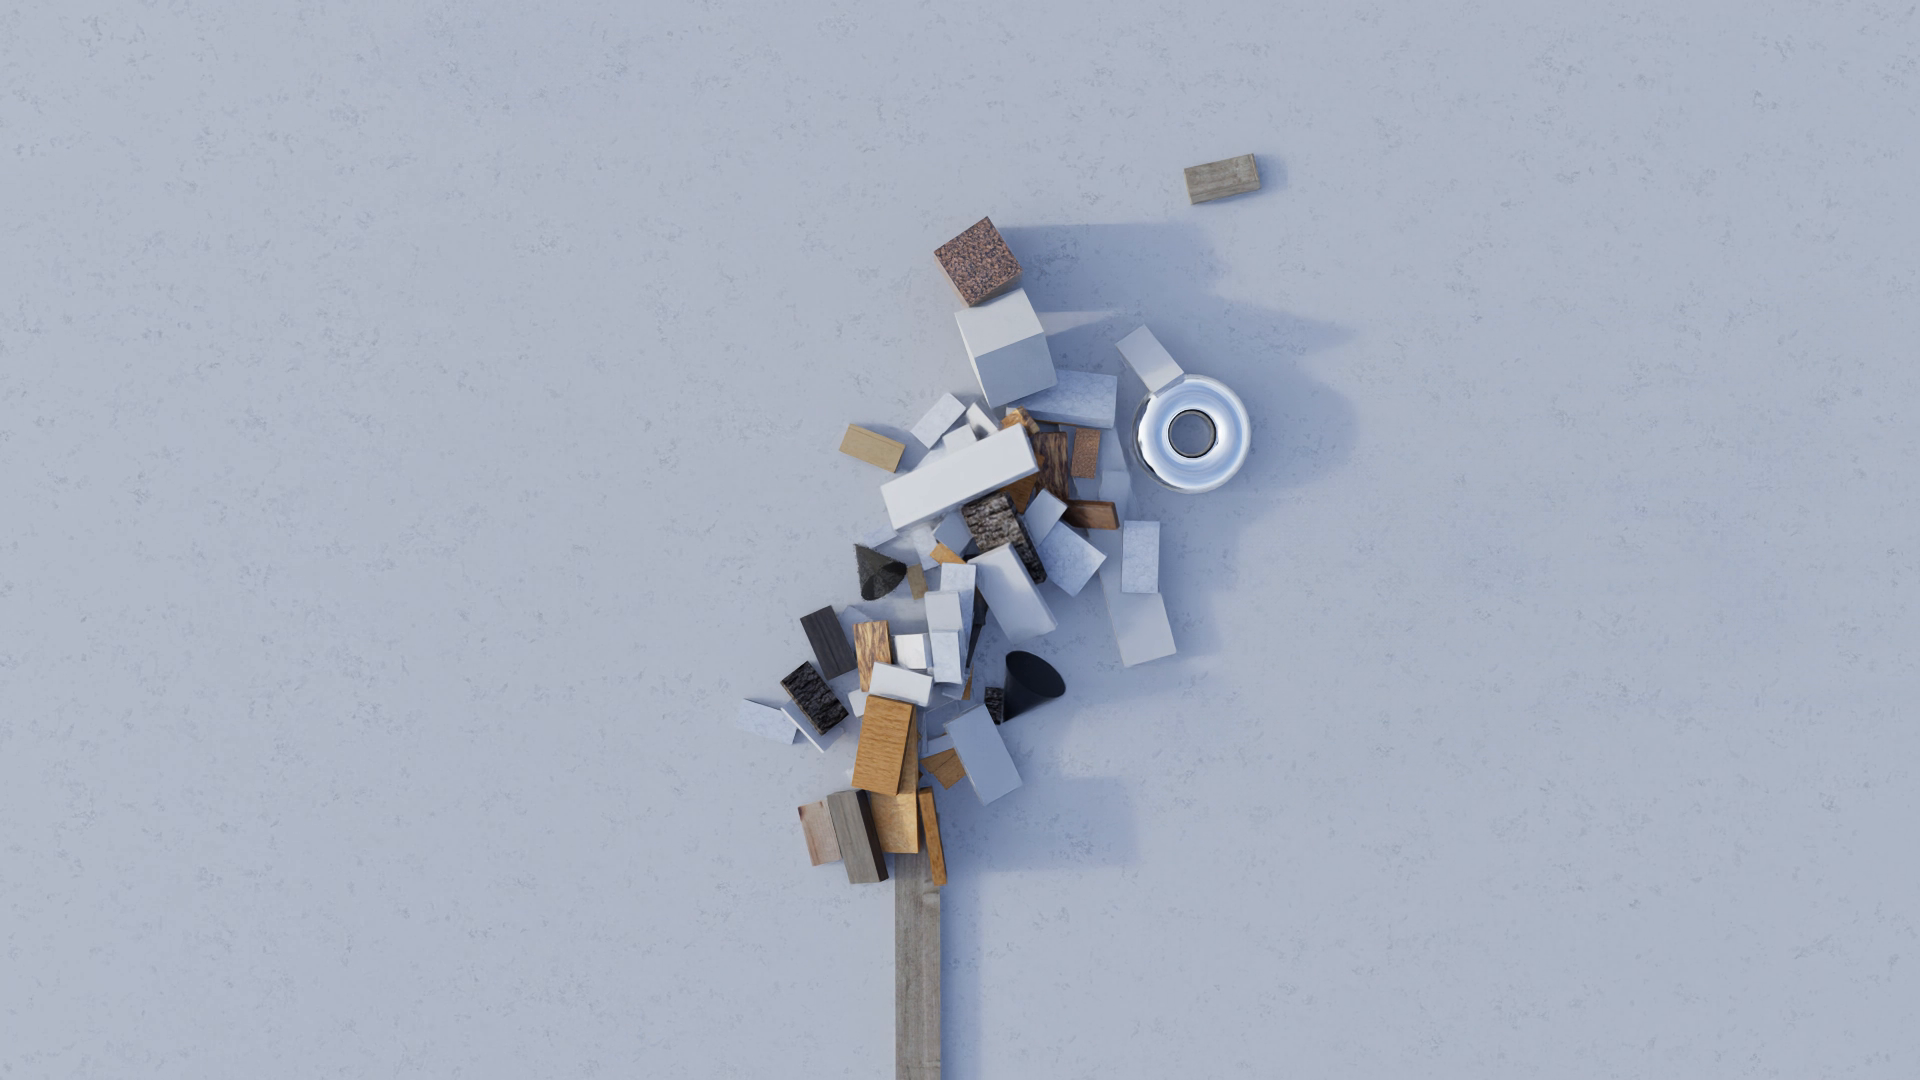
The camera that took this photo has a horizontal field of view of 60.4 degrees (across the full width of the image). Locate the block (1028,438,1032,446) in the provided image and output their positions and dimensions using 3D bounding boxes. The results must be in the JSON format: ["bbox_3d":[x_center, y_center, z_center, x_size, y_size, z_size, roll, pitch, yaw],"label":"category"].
[{"bbox_3d":[0.210,-0.264,5.460,0.023,0.080,0.160,-8,90,-31],"label":"block"}]

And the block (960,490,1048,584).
[{"bbox_3d":[0.145,0.010,5.387,0.162,0.046,0.324,-17,110,23],"label":"block"}]

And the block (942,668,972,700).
[{"bbox_3d":[-0.008,0.459,5.439,0.066,0.019,0.131,16,61,7],"label":"block"}]

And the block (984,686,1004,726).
[{"bbox_3d":[0.109,0.553,5.491,0.061,0.017,0.122,4,90,0],"label":"block"}]

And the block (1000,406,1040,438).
[{"bbox_3d":[0.175,-0.357,5.410,0.028,0.199,0.099,-38,91,-35],"label":"block"}]

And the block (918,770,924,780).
[{"bbox_3d":[-0.197,0.816,5.489,0.074,0.021,0.148,38,90,0],"label":"block"}]

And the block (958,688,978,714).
[{"bbox_3d":[0.028,0.557,5.491,0.061,0.017,0.122,-14,90,0],"label":"block"}]

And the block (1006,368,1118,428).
[{"bbox_3d":[0.335,-0.475,5.434,0.354,0.050,0.177,7,60,0],"label":"block"}]

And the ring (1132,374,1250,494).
[{"bbox_3d":[0.761,-0.349,5.436,0.396,0.132,0.396,0,91,0],"label":"ring"}]

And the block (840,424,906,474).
[{"bbox_3d":[-0.290,-0.304,5.473,0.200,0.028,0.100,22,88,6],"label":"block"}]

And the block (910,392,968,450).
[{"bbox_3d":[-0.069,-0.395,5.474,0.091,0.026,0.183,43,90,18],"label":"block"}]

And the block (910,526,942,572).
[{"bbox_3d":[-0.107,0.029,5.469,0.070,0.020,0.140,-20,73,0],"label":"block"}]

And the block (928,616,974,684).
[{"bbox_3d":[-0.031,0.343,5.379,0.118,0.034,0.237,9,91,6],"label":"block"}]

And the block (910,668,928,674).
[{"bbox_3d":[-0.135,0.428,5.453,0.087,0.025,0.174,5,72,11],"label":"block"}]

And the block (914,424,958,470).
[{"bbox_3d":[-0.047,-0.276,5.471,0.099,0.028,0.199,42,90,18],"label":"block"}]

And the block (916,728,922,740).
[{"bbox_3d":[-0.191,0.618,5.463,0.069,0.020,0.138,-38,70,7],"label":"block"}]

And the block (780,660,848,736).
[{"bbox_3d":[-0.482,0.524,5.457,0.113,0.032,0.226,-37,87,-24],"label":"block"}]

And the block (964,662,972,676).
[{"bbox_3d":[0.006,0.388,5.459,0.066,0.019,0.131,4,60,0],"label":"block"}]

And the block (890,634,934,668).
[{"bbox_3d":[-0.171,0.365,5.405,0.031,0.220,0.110,-7,90,-39],"label":"block"}]

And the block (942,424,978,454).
[{"bbox_3d":[0.026,-0.272,5.413,0.101,0.029,0.202,-26,69,8],"label":"block"}]

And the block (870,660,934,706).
[{"bbox_3d":[-0.190,0.469,5.383,0.203,0.029,0.101,13,99,16],"label":"block"}]

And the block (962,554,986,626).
[{"bbox_3d":[0.015,0.168,5.448,0.118,0.034,0.237,-5,73,-1],"label":"block"}]

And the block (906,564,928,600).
[{"bbox_3d":[-0.142,0.139,5.492,0.056,0.016,0.112,-17,90,0],"label":"block"}]

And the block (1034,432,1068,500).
[{"bbox_3d":[0.301,-0.224,5.450,0.110,0.031,0.265,-2,105,0],"label":"block"}]

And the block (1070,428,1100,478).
[{"bbox_3d":[0.413,-0.286,5.439,0.080,0.023,0.160,7,90,0],"label":"block"}]

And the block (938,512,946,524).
[{"bbox_3d":[-0.026,-0.071,5.469,0.070,0.020,0.140,21,75,6],"label":"block"}]

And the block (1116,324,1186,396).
[{"bbox_3d":[0.625,-0.591,5.429,0.118,0.033,0.236,-34,62,0],"label":"block"}]

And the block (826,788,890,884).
[{"bbox_3d":[-0.337,0.976,5.431,0.043,0.152,0.304,-15,90,-45],"label":"block"}]

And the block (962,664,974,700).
[{"bbox_3d":[0.008,0.468,5.478,0.061,0.017,0.122,5,81,7],"label":"block"}]

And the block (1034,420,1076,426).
[{"bbox_3d":[0.310,-0.426,5.459,0.160,0.023,0.080,7,60,9],"label":"block"}]

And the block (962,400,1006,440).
[{"bbox_3d":[0.101,-0.360,5.441,0.199,0.099,0.028,48,55,6],"label":"block"}]

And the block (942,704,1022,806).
[{"bbox_3d":[0.076,0.707,5.447,0.149,0.042,0.299,-27,95,-16],"label":"block"}]

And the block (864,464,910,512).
[{"bbox_3d":[-0.236,-0.178,5.489,0.079,0.022,0.158,40,90,0],"label":"block"}]

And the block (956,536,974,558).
[{"bbox_3d":[0.001,0.001,5.470,0.070,0.020,0.140,25,76,7],"label":"block"}]

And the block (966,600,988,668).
[{"bbox_3d":[0.009,0.292,5.445,0.118,0.034,0.237,16,74,6],"label":"block"}]

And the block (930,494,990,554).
[{"bbox_3d":[0.014,-0.073,5.422,0.110,0.031,0.221,37,86,-14],"label":"block"}]
